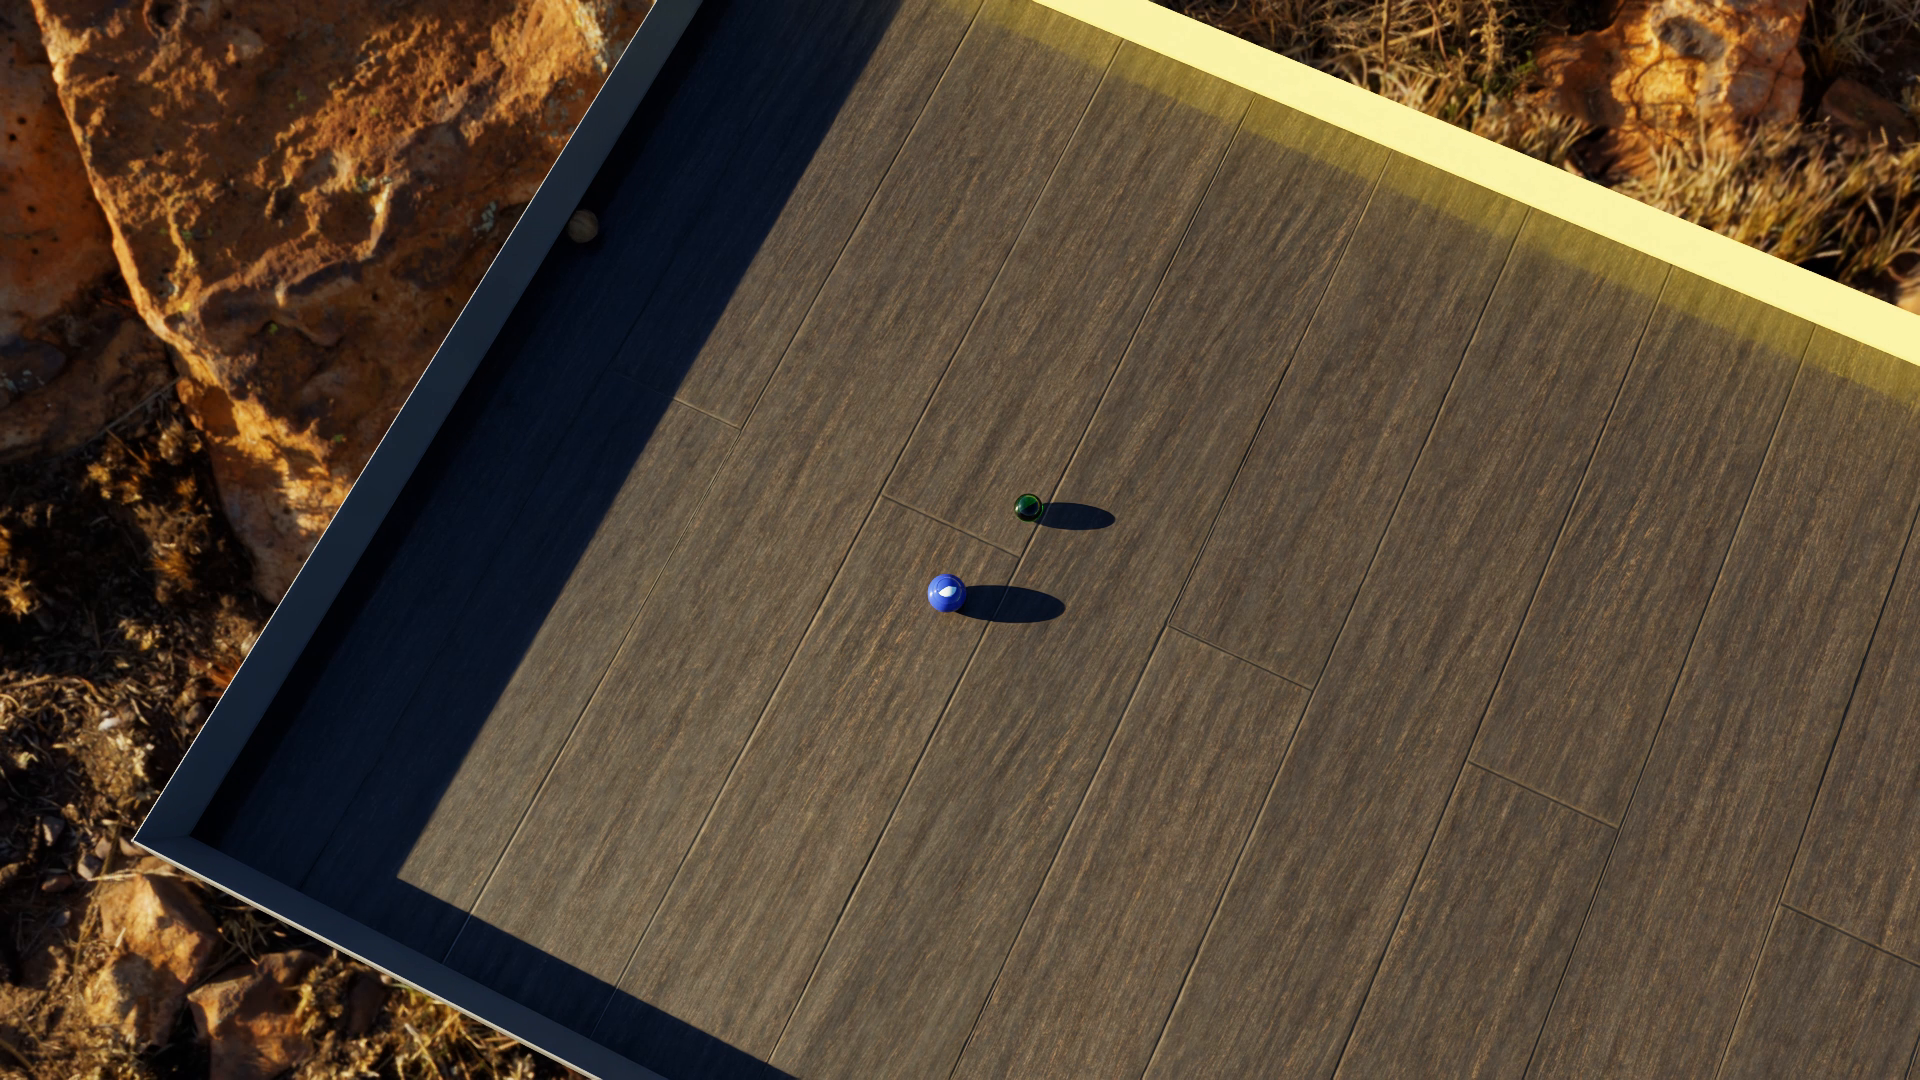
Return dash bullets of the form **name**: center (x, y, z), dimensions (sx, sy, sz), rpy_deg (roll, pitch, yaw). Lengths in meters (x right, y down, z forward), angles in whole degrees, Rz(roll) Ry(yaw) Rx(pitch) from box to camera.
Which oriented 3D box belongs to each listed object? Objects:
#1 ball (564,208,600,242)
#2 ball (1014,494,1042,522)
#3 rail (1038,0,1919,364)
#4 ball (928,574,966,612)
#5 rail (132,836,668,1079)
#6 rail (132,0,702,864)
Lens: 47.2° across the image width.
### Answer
- **ball**: center (-0.626, -0.521, 3.644), dimensions (0.056, 0.056, 0.056), rpy_deg (0, 70, 0)
- **ball**: center (0.108, -0.051, 3.477), dimensions (0.046, 0.046, 0.046), rpy_deg (0, 70, 0)
- **rail**: center (1.194, -0.460, 3.588), dimensions (3.463, 0.118, 0.045), rpy_deg (24, 72, 9)
- **ball**: center (-0.020, 0.083, 3.420), dimensions (0.061, 0.061, 0.061), rpy_deg (0, 70, 0)
- **rail**: center (0.363, 1.147, 2.997), dimensions (3.463, 0.118, 0.045), rpy_deg (24, 72, 9)
- **rail**: center (-0.757, -0.356, 3.550), dimensions (0.045, 0.118, 1.951), rpy_deg (24, 72, 9)
